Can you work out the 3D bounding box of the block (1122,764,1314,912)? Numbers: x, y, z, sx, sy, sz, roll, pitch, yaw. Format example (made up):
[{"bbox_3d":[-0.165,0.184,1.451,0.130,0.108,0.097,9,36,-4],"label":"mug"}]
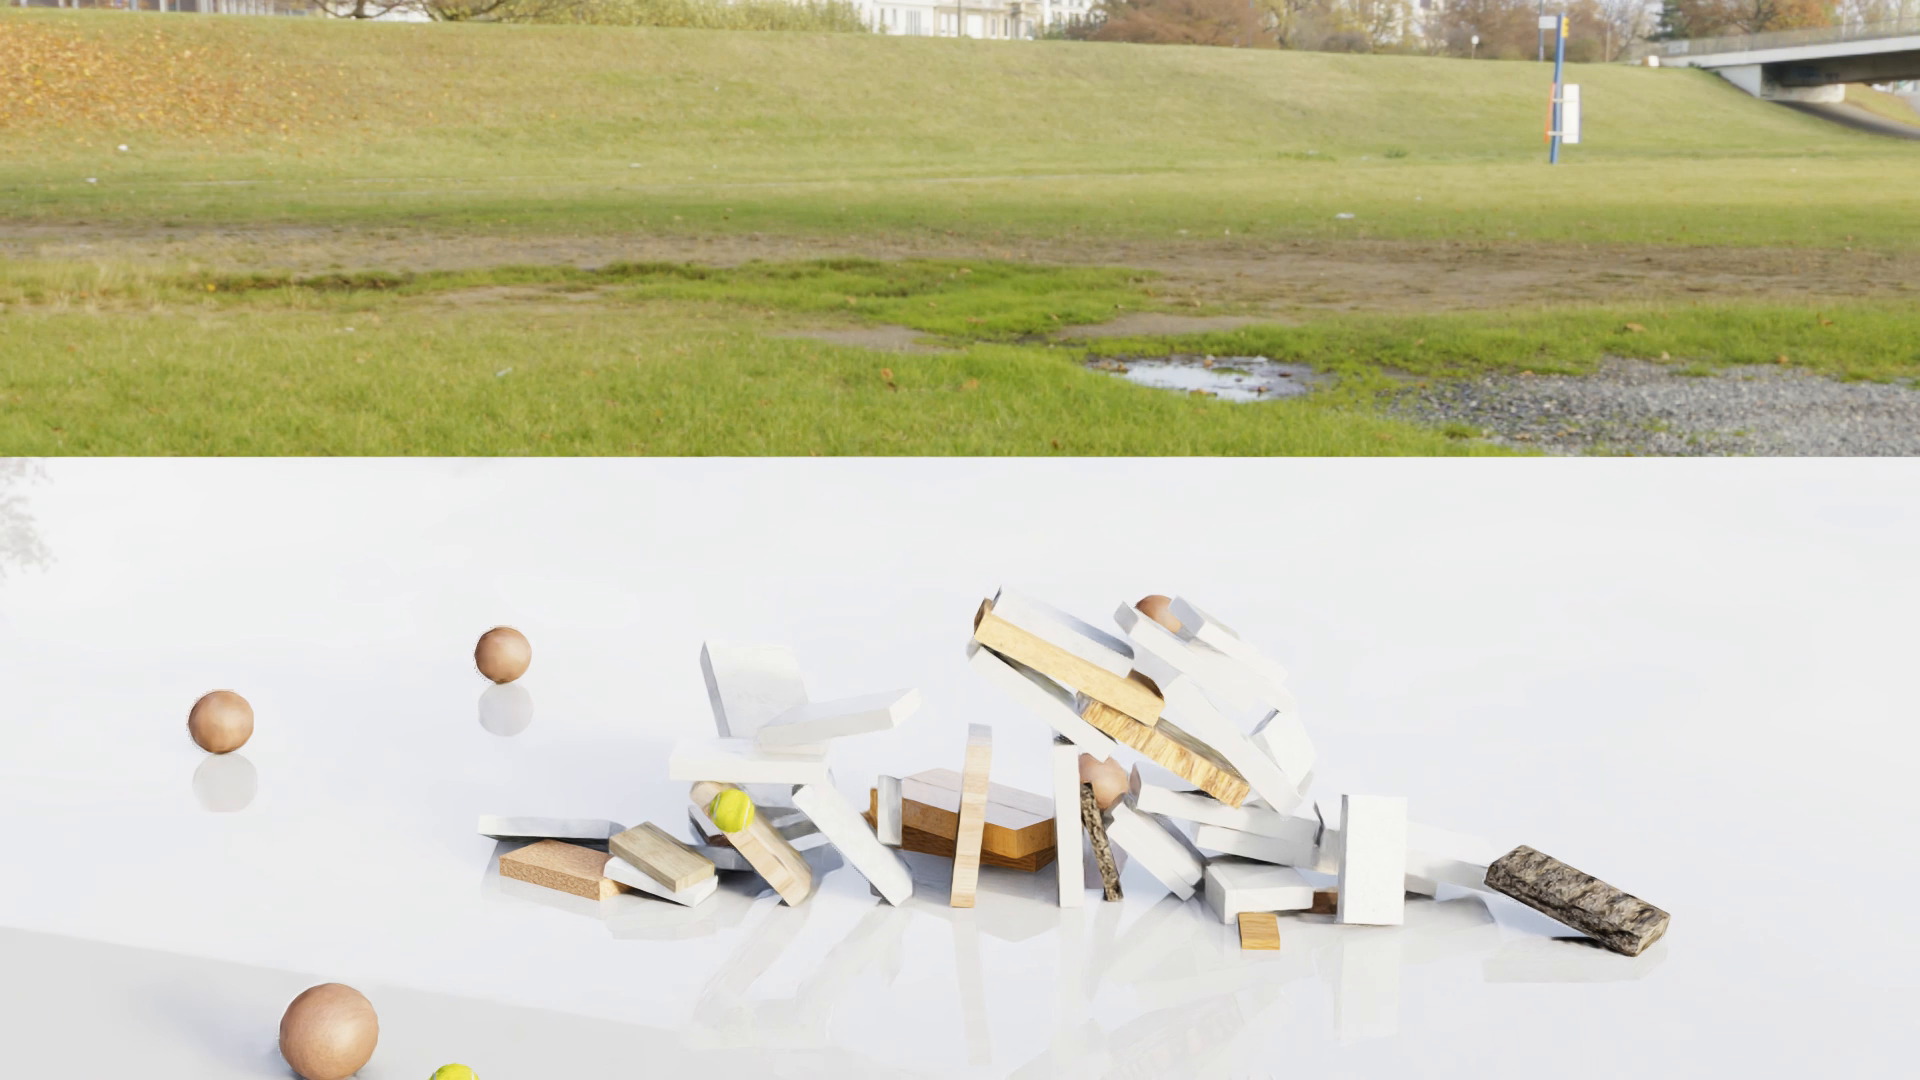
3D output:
[{"bbox_3d":[0.441,0.516,3.911,0.130,0.037,0.781,-2,9,-9],"label":"block"}]

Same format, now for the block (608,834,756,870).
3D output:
[{"bbox_3d":[-0.469,0.536,3.768,0.234,0.033,0.117,4,-8,19],"label":"block"}]

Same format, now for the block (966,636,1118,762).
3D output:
[{"bbox_3d":[0.132,0.253,3.607,0.274,0.039,0.137,36,8,-7],"label":"block"}]

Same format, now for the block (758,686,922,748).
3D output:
[{"bbox_3d":[-0.196,0.289,3.586,0.241,0.034,0.121,-11,9,23],"label":"block"}]

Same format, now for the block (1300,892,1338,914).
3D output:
[{"bbox_3d":[0.615,0.595,3.597,0.118,0.017,0.059,2,11,8],"label":"block"}]

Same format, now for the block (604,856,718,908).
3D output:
[{"bbox_3d":[-0.497,0.559,3.659,0.168,0.024,0.084,16,18,16],"label":"block"}]

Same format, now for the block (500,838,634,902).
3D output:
[{"bbox_3d":[-0.658,0.560,3.741,0.234,0.033,0.117,7,13,34],"label":"block"}]

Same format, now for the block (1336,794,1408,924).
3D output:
[{"bbox_3d":[0.659,0.510,3.516,0.101,0.203,0.029,4,-5,-14],"label":"block"}]

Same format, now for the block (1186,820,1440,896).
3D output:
[{"bbox_3d":[0.593,0.515,3.709,0.408,0.043,0.151,12,9,-2],"label":"block"}]

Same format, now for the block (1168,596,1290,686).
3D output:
[{"bbox_3d":[0.436,0.164,3.569,0.203,0.029,0.101,31,8,-32],"label":"block"}]

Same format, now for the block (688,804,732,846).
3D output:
[{"bbox_3d":[-0.434,0.513,3.994,0.084,0.024,0.189,-9,13,-17],"label":"block"}]

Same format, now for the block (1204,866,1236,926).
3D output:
[{"bbox_3d":[0.423,0.578,3.575,0.017,0.059,0.118,-2,11,-9],"label":"block"}]

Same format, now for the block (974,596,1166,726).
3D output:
[{"bbox_3d":[0.176,0.197,3.584,0.323,0.042,0.149,26,9,-4],"label":"block"}]

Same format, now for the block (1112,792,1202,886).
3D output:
[{"bbox_3d":[0.328,0.498,3.670,0.180,0.025,0.090,42,8,0],"label":"block"}]

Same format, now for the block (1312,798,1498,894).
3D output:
[{"bbox_3d":[0.741,0.509,3.661,0.301,0.043,0.151,14,12,-1],"label":"block"}]

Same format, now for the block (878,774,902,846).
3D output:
[{"bbox_3d":[-0.118,0.455,3.697,0.016,0.112,0.056,-8,-19,26],"label":"block"}]

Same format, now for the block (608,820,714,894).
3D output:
[{"bbox_3d":[-0.497,0.527,3.660,0.168,0.024,0.084,25,31,35],"label":"block"}]

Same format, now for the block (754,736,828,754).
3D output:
[{"bbox_3d":[-0.280,0.337,3.638,0.112,0.016,0.056,2,11,7],"label":"block"}]

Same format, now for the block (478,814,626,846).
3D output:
[{"bbox_3d":[-0.717,0.512,3.876,0.234,0.033,0.117,1,-13,7],"label":"block"}]

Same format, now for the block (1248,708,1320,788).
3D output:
[{"bbox_3d":[0.631,0.406,4.297,0.037,0.130,0.259,-27,0,23],"label":"block"}]

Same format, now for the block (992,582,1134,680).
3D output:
[{"bbox_3d":[0.169,0.147,3.599,0.241,0.034,0.121,27,9,-2],"label":"block"}]

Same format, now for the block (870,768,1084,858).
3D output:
[{"bbox_3d":[0.027,0.477,3.869,0.353,0.050,0.176,10,14,43],"label":"block"}]

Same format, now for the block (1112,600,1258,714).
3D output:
[{"bbox_3d":[0.365,0.190,3.572,0.241,0.034,0.121,33,6,-14],"label":"block"}]

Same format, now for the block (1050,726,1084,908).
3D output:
[{"bbox_3d":[0.178,0.455,3.643,0.039,0.274,0.137,-3,11,1],"label":"block"}]

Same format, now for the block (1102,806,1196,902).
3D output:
[{"bbox_3d":[0.313,0.521,3.661,0.180,0.026,0.090,41,8,-7],"label":"block"}]

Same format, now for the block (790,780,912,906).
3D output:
[{"bbox_3d":[-0.178,0.487,3.645,0.036,0.252,0.126,-42,9,6],"label":"block"}]

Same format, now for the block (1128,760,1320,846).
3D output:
[{"bbox_3d":[0.441,0.440,3.687,0.302,0.043,0.151,12,9,-3],"label":"block"}]

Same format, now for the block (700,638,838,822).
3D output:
[{"bbox_3d":[-0.359,0.359,4.121,0.176,0.050,0.502,6,31,-21],"label":"block"}]

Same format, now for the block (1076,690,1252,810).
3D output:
[{"bbox_3d":[0.333,0.331,3.626,0.299,0.042,0.149,31,8,-6],"label":"block"}]

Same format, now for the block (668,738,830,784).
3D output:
[{"bbox_3d":[-0.345,0.364,3.626,0.252,0.036,0.126,1,11,1],"label":"block"}]

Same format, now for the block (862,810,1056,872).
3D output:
[{"bbox_3d":[0.015,0.517,3.927,0.353,0.050,0.176,6,12,27],"label":"block"}]

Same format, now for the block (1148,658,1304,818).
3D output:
[{"bbox_3d":[0.436,0.320,3.622,0.042,0.299,0.149,-44,10,5],"label":"block"}]

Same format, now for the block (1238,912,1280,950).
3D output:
[{"bbox_3d":[0.472,0.618,3.473,0.059,0.017,0.118,1,11,4],"label":"block"}]

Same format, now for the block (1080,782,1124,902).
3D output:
[{"bbox_3d":[0.233,0.501,3.656,0.026,0.180,0.090,-16,10,3],"label":"block"}]

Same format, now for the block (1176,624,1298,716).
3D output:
[{"bbox_3d":[0.451,0.209,3.580,0.206,0.029,0.101,34,6,-8],"label":"block"}]

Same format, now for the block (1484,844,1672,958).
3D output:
[{"bbox_3d":[0.981,0.571,3.497,0.259,0.037,0.130,25,23,32],"label":"block"}]

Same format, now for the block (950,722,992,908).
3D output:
[{"bbox_3d":[0.018,0.454,3.643,0.039,0.274,0.137,6,10,-1],"label":"block"}]

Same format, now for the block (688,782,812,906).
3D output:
[{"bbox_3d":[-0.345,0.486,3.645,0.036,0.252,0.126,-41,8,7],"label":"block"}]

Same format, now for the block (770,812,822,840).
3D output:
[{"bbox_3d":[-0.300,0.509,3.883,0.112,0.056,0.016,-17,54,1],"label":"block"}]
